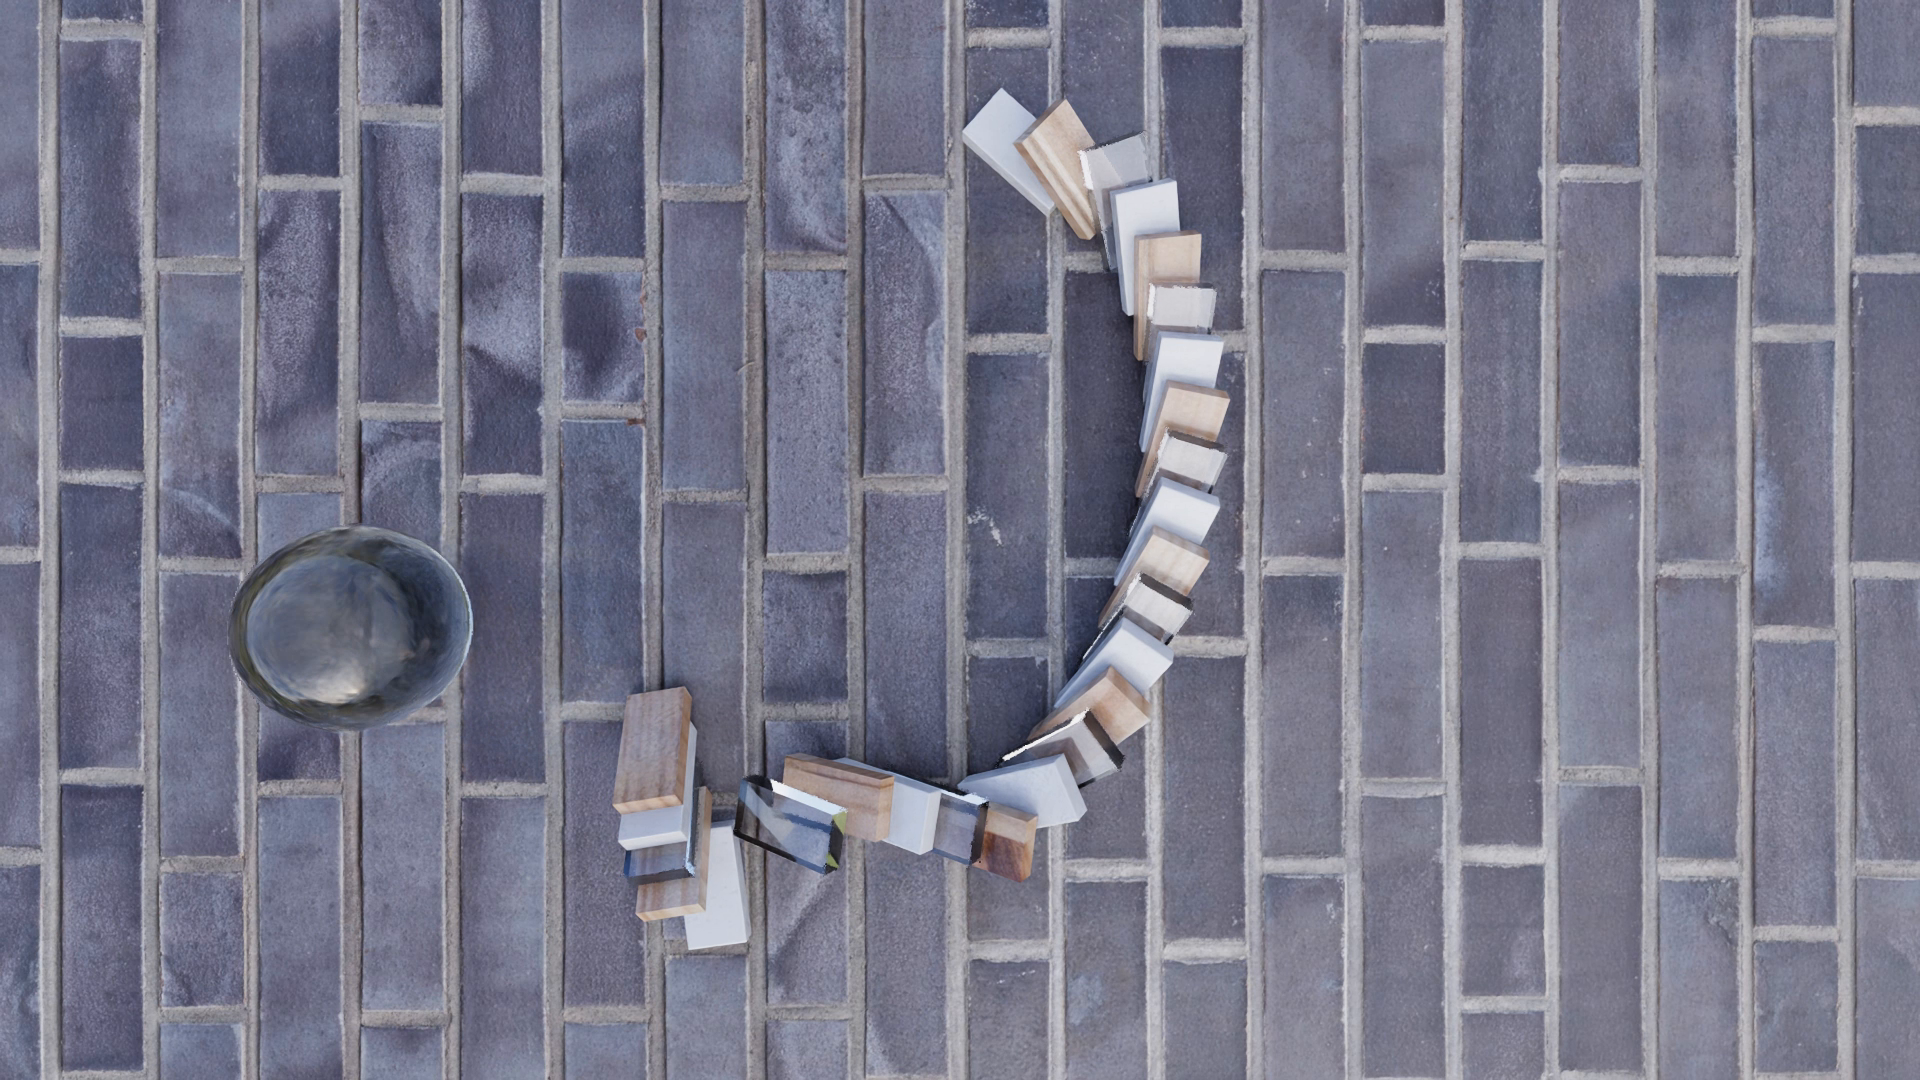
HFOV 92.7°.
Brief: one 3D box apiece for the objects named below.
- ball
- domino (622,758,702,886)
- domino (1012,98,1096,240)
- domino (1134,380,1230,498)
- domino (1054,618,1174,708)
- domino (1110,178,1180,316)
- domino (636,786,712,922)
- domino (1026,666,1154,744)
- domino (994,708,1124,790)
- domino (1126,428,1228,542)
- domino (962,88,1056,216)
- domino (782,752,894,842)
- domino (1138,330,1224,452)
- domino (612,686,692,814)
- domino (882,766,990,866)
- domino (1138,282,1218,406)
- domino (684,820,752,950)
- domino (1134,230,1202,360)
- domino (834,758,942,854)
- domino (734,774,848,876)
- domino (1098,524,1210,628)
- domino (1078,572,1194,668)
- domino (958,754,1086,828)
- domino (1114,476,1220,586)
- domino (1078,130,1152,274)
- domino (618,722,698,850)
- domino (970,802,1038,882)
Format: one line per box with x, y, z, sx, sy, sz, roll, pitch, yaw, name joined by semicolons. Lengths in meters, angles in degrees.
-0.236;0.034;0.360;0.080;0.080;0.080;0;90;0;ball
-0.123;0.115;0.380;0.025;0.010;0.050;-9;49;0;domino
0.047;-0.154;0.383;0.025;0.009;0.050;-45;120;0;domino
0.092;-0.040;0.384;0.025;0.010;0.050;11;119;0;domino
0.064;0.058;0.384;0.025;0.009;0.050;34;119;0;domino
0.079;-0.122;0.384;0.025;0.009;0.050;-13;119;0;domino
-0.118;0.129;0.380;0.025;0.009;0.050;-9;50;0;domino
0.054;0.077;0.383;0.025;0.009;0.050;44;121;0;domino
0.041;0.093;0.383;0.050;0.009;0.025;-36;90;31;domino
0.090;-0.019;0.384;0.025;0.010;0.050;16;119;0;domino
0.028;-0.167;0.395;0.050;0.009;0.025;42;90;0;domino
-0.052;0.107;0.383;0.050;0.009;0.025;5;89;30;domino
0.092;-0.061;0.384;0.025;0.009;0.050;4;119;0;domino
-0.127;0.086;0.380;0.025;0.009;0.050;-9;49;0;domino
-0.014;0.115;0.383;0.050;0.010;0.025;10;93;30;domino
0.091;-0.081;0.384;0.025;0.009;0.050;0;119;0;domino
-0.107;0.148;0.395;0.025;0.010;0.050;-8;90;0;domino
0.086;-0.102;0.384;0.025;0.009;0.050;-6;119;0;domino
-0.033;0.110;0.383;0.050;0.010;0.025;10;91;30;domino
-0.071;0.118;0.383;0.050;0.010;0.025;11;94;30;domino
0.080;0.021;0.384;0.025;0.009;0.050;25;119;0;domino
0.073;0.040;0.384;0.025;0.009;0.050;29;119;0;domino
0.025;0.107;0.382;0.050;0.009;0.025;-23;90;33;domino
0.086;0.001;0.384;0.025;0.010;0.050;20;119;0;domino
0.068;-0.141;0.383;0.025;0.009;0.050;-19;120;-1;domino
-0.125;0.101;0.380;0.025;0.009;0.050;-9;49;0;domino
0.006;0.122;0.383;0.050;0.010;0.025;9;94;30;domino
